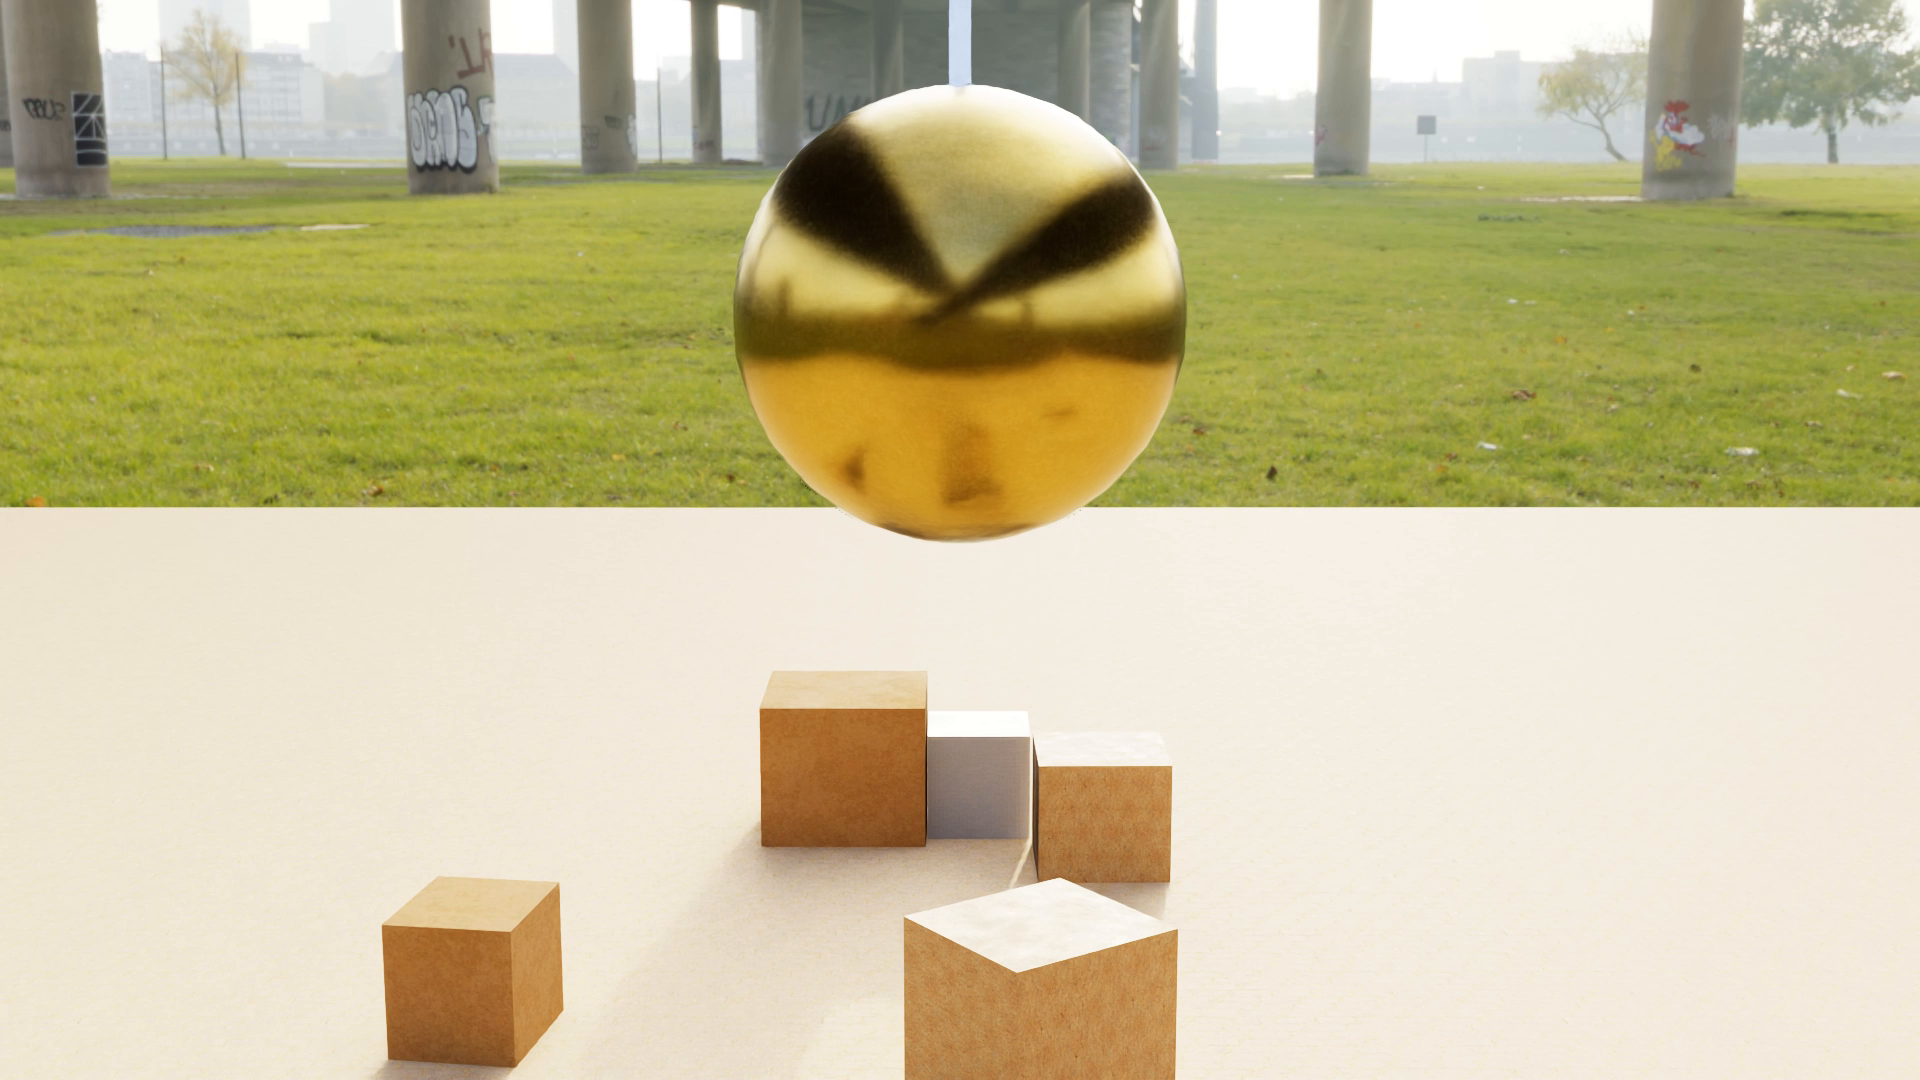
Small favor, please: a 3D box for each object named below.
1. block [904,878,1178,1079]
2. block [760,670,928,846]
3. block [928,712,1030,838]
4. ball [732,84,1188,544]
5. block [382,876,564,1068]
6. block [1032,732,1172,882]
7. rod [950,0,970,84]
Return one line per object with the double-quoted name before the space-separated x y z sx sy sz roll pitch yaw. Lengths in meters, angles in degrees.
"block" 0.295 1.736 8.182 0.742 0.657 0.697 -7 13 -35
"block" -0.586 1.121 11.395 0.826 0.718 0.789 0 10 0
"block" 0.095 1.212 11.389 0.517 0.540 0.491 0 10 0
"ball" 0.000 -0.788 7.748 1.600 1.600 1.600 0 10 0
"block" -1.916 1.697 8.700 0.514 0.548 0.574 2 10 8
"block" 0.687 1.302 10.782 0.635 0.580 0.608 0 10 -1
"rod" 0.000 -3.933 9.040 0.080 5.200 0.080 0 -22 0
